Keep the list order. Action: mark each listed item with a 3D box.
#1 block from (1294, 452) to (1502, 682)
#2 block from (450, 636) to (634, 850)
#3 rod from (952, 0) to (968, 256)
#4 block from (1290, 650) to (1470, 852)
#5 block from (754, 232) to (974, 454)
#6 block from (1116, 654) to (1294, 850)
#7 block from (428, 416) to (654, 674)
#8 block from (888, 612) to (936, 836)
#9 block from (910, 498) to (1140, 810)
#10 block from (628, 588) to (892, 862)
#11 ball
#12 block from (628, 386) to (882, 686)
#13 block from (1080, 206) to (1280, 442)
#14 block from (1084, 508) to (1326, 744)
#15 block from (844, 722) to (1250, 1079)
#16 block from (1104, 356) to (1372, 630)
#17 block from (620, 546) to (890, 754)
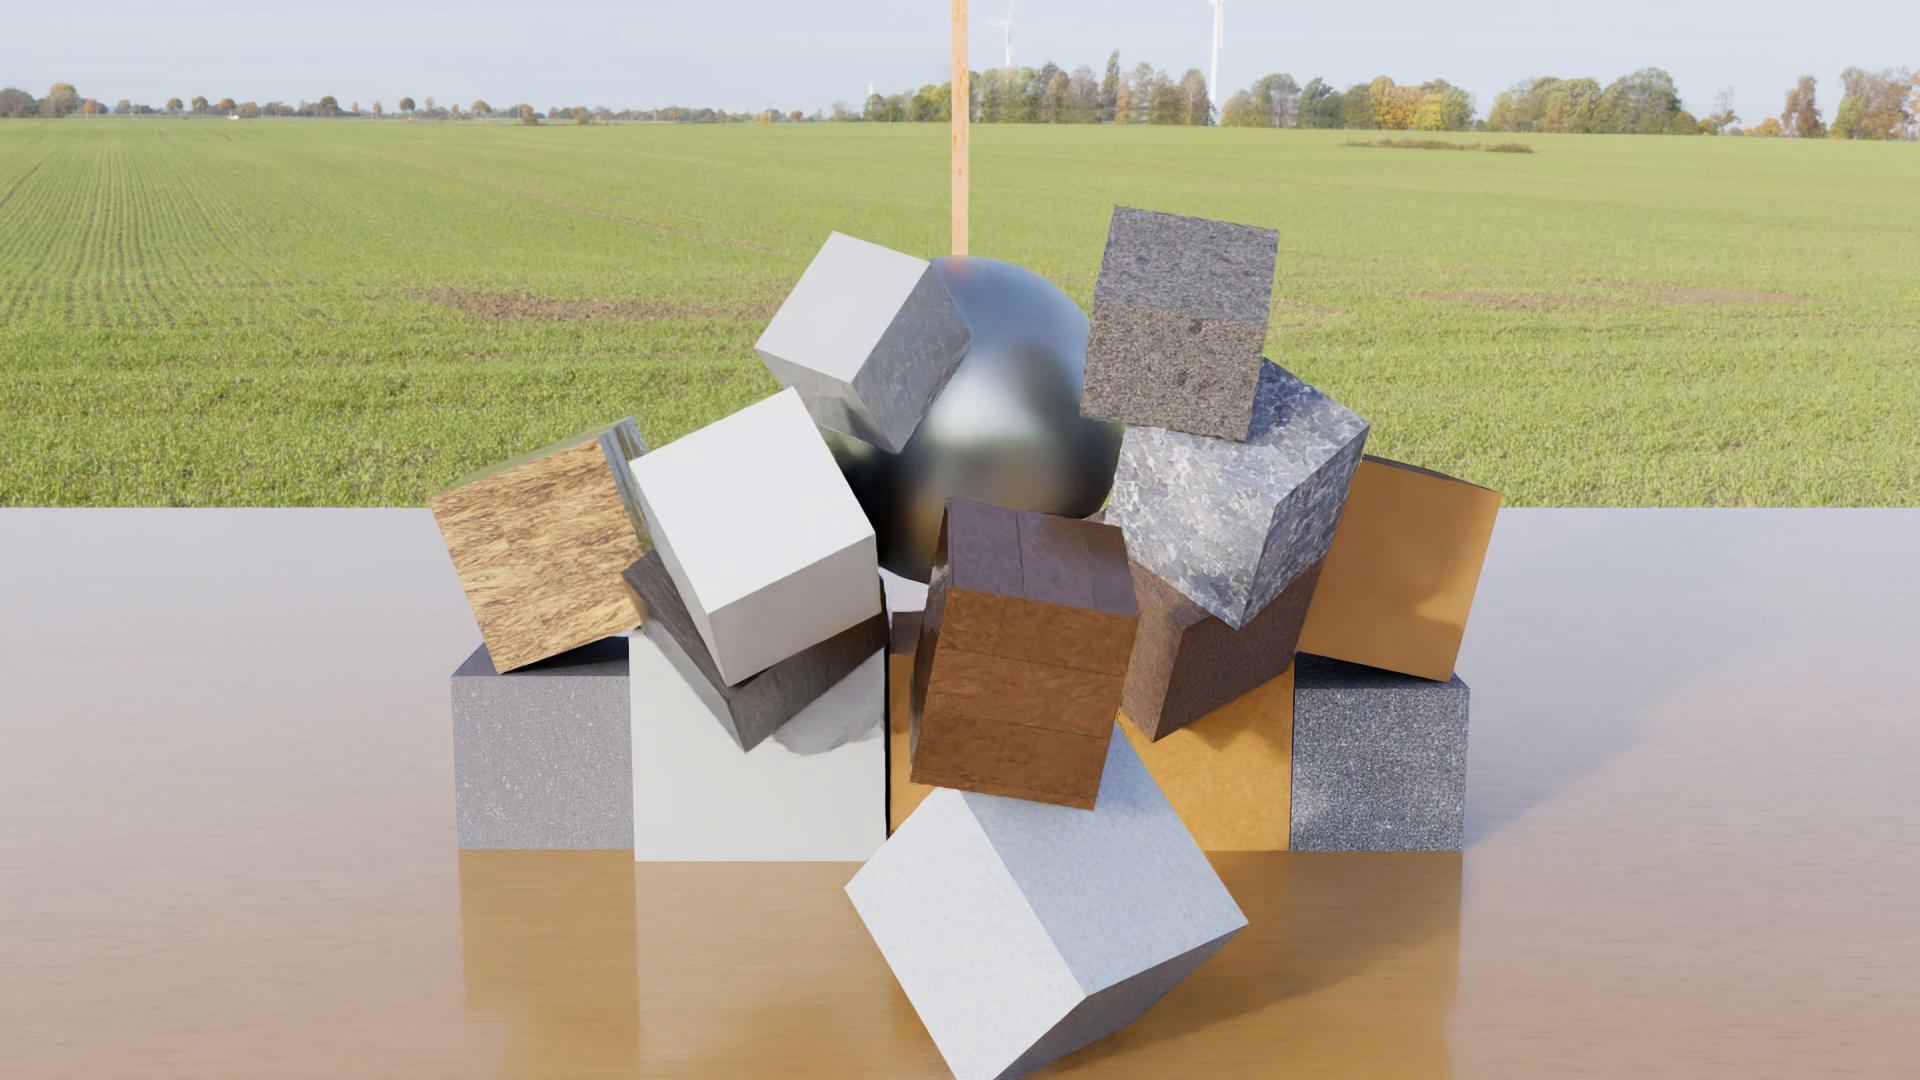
[{"bbox_3d":[2.049,0.077,11.198,0.889,0.979,0.831,12,7,-15],"label":"block"},{"bbox_3d":[-2.066,1.034,11.386,0.905,0.893,0.885,0,10,0],"label":"block"},{"bbox_3d":[0.000,-3.949,10.259,0.080,5.200,0.080,0,6,0],"label":"rod"},{"bbox_3d":[2.086,1.064,11.382,0.864,0.835,0.917,0,10,0],"label":"block"},{"bbox_3d":[-0.412,-0.863,9.612,0.540,0.648,0.570,22,-19,31],"label":"block"},{"bbox_3d":[1.171,0.989,11.340,0.949,0.997,0.854,0,10,0],"label":"block"},{"bbox_3d":[-1.999,0.007,11.197,0.909,0.936,0.845,-19,9,7],"label":"block"},{"bbox_3d":[0.167,0.977,11.300,1.041,1.035,0.990,0,10,-1],"label":"block"},{"bbox_3d":[0.214,0.406,8.082,0.671,0.780,0.799,9,23,-5],"label":"block"},{"bbox_3d":[-0.985,0.919,11.353,1.237,1.129,1.229,0,10,0],"label":"block"},{"bbox_3d":[0.000,-0.567,10.608,1.600,1.600,1.600,0,10,0],"label":"ball"},{"bbox_3d":[-0.852,0.000,9.351,0.753,0.750,0.892,-26,-20,-11],"label":"block"},{"bbox_3d":[0.948,-0.938,9.485,0.722,0.623,0.692,9,44,5],"label":"block"},{"bbox_3d":[1.076,0.277,10.475,0.871,0.826,0.766,-25,55,-28],"label":"block"},{"bbox_3d":[0.320,1.389,8.364,0.920,0.939,0.825,-12,-29,-44],"label":"block"},{"bbox_3d":[1.226,-0.263,9.876,0.788,0.808,0.731,35,52,23],"label":"block"},{"bbox_3d":[-0.926,0.317,10.220,0.886,0.775,0.901,-38,-16,-13],"label":"block"}]
